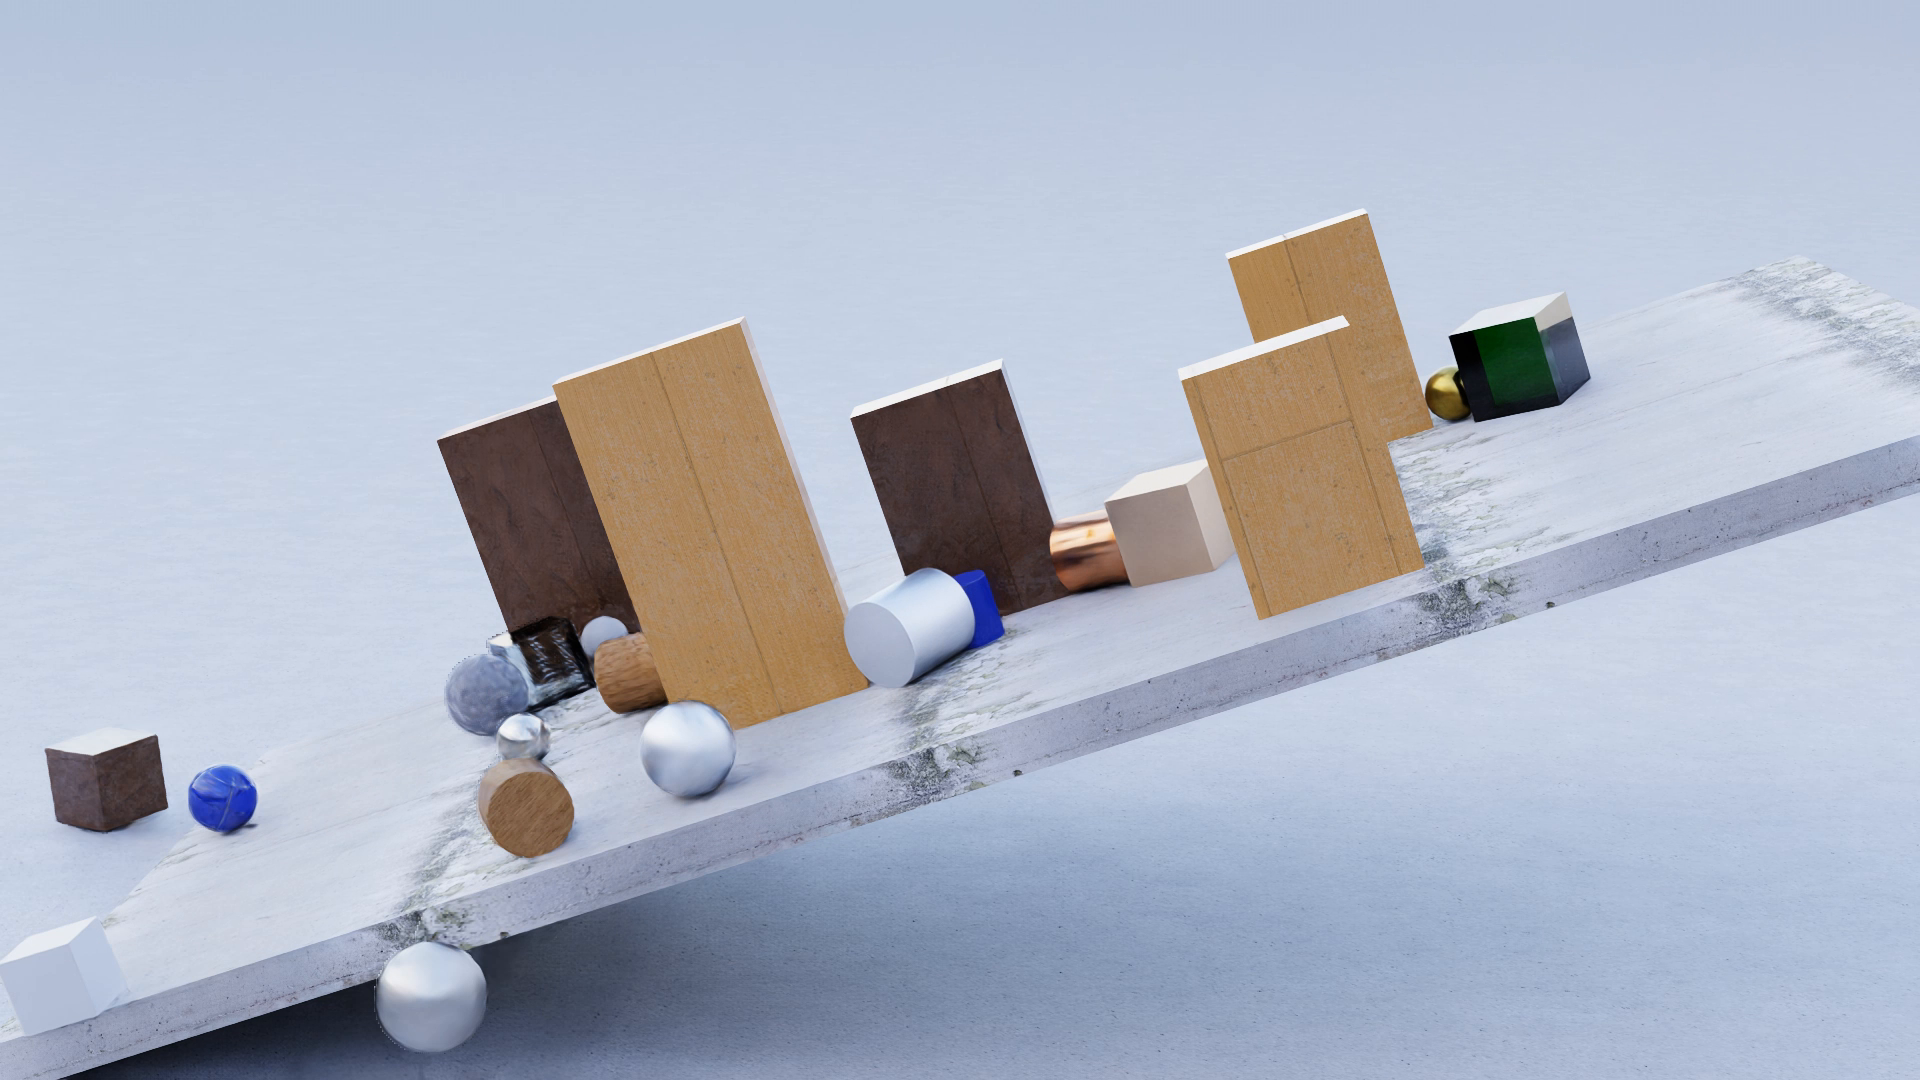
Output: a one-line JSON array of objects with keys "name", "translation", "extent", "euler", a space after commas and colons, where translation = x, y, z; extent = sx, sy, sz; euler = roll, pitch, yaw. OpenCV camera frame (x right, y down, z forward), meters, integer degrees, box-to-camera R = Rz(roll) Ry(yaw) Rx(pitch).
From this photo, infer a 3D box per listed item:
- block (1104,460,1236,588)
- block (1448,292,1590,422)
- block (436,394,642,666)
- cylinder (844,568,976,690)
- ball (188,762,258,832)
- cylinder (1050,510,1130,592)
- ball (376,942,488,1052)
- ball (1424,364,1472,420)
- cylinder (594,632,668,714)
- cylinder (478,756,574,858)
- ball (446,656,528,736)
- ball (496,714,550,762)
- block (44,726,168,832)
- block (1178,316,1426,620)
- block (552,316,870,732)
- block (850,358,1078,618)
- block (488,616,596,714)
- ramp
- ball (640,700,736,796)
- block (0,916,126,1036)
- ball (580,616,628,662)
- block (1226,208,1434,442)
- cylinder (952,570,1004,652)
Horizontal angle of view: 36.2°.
[{"name": "block", "translation": [0.443, -0.037, 6.031], "extent": [0.190, 0.190, 0.190], "euler": [-13, 12, 30]}, {"name": "block", "translation": [1.230, -0.402, 6.460], "extent": [0.204, 0.204, 0.204], "euler": [-12, 13, 34]}, {"name": "block", "translation": [-0.943, -0.023, 7.147], "extent": [0.437, 0.638, 0.135], "euler": [-18, 11, 6]}, {"name": "cylinder", "translation": [-0.101, 0.177, 5.910], "extent": [0.187, 0.187, 0.187], "euler": [10, 28, 40]}, {"name": "ball", "translation": [-1.671, 0.584, 6.667], "extent": [0.157, 0.157, 0.157], "euler": [0, 12, 0]}, {"name": "cylinder", "translation": [0.295, 0.017, 6.108], "extent": [0.157, 0.157, 0.157], "euler": [-13, 4, 30]}, {"name": "ball", "translation": [-0.942, 0.816, 5.250], "extent": [0.197, 0.197, 0.197], "euler": [0, 12, 0]}, {"name": "ball", "translation": [1.095, -0.327, 6.534], "extent": [0.124, 0.124, 0.124], "euler": [0, 12, 0]}, {"name": "cylinder", "translation": [-0.690, 0.283, 6.455], "extent": [0.164, 0.164, 0.164], "euler": [-15, 6, 21]}, {"name": "cylinder", "translation": [-0.824, 0.505, 5.574], "extent": [0.162, 0.162, 0.162], "euler": [-3, 7, -15]}, {"name": "ball", "translation": [-1.077, 0.355, 6.705], "extent": [0.185, 0.185, 0.185], "euler": [0, 12, 0]}, {"name": "ball", "translation": [-0.932, 0.428, 6.280], "extent": [0.115, 0.115, 0.115], "euler": [0, 12, 0]}, {"name": "block", "translation": [-2.092, 0.584, 7.210], "extent": [0.191, 0.191, 0.191], "euler": [4, 15, 36]}, {"name": "block", "translation": [0.630, -0.134, 5.434], "extent": [0.320, 0.472, 0.136], "euler": [-18, 11, 6]}, {"name": "block", "translation": [-0.495, -0.014, 5.938], "extent": [0.397, 0.784, 0.096], "euler": [-18, 11, 6]}, {"name": "block", "translation": [0.011, -0.085, 6.183], "extent": [0.330, 0.500, 0.139], "euler": [-18, 11, 6]}, {"name": "block", "translation": [-0.981, 0.291, 6.906], "extent": [0.168, 0.168, 0.168], "euler": [-23, 11, -21]}, {"name": "ramp", "translation": [0.106, 0.181, 6.306], "extent": [4.000, 0.100, 2.000], "euler": [-18, 11, 6]}, {"name": "ball", "translation": [-0.514, 0.394, 5.552], "extent": [0.182, 0.182, 0.182], "euler": [0, 12, 0]}, {"name": "block", "translation": [-1.690, 0.821, 5.537], "extent": [0.148, 0.148, 0.148], "euler": [-17, 11, 9]}, {"name": "ball", "translation": [-0.853, 0.242, 7.071], "extent": [0.117, 0.117, 0.117], "euler": [0, 12, 0]}, {"name": "block", "translation": [0.825, -0.446, 6.569], "extent": [0.321, 0.504, 0.102], "euler": [-18, 11, 6]}, {"name": "cylinder", "translation": [0.010, 0.147, 6.023], "extent": [0.129, 0.129, 0.129], "euler": [-18, 11, 4]}]
